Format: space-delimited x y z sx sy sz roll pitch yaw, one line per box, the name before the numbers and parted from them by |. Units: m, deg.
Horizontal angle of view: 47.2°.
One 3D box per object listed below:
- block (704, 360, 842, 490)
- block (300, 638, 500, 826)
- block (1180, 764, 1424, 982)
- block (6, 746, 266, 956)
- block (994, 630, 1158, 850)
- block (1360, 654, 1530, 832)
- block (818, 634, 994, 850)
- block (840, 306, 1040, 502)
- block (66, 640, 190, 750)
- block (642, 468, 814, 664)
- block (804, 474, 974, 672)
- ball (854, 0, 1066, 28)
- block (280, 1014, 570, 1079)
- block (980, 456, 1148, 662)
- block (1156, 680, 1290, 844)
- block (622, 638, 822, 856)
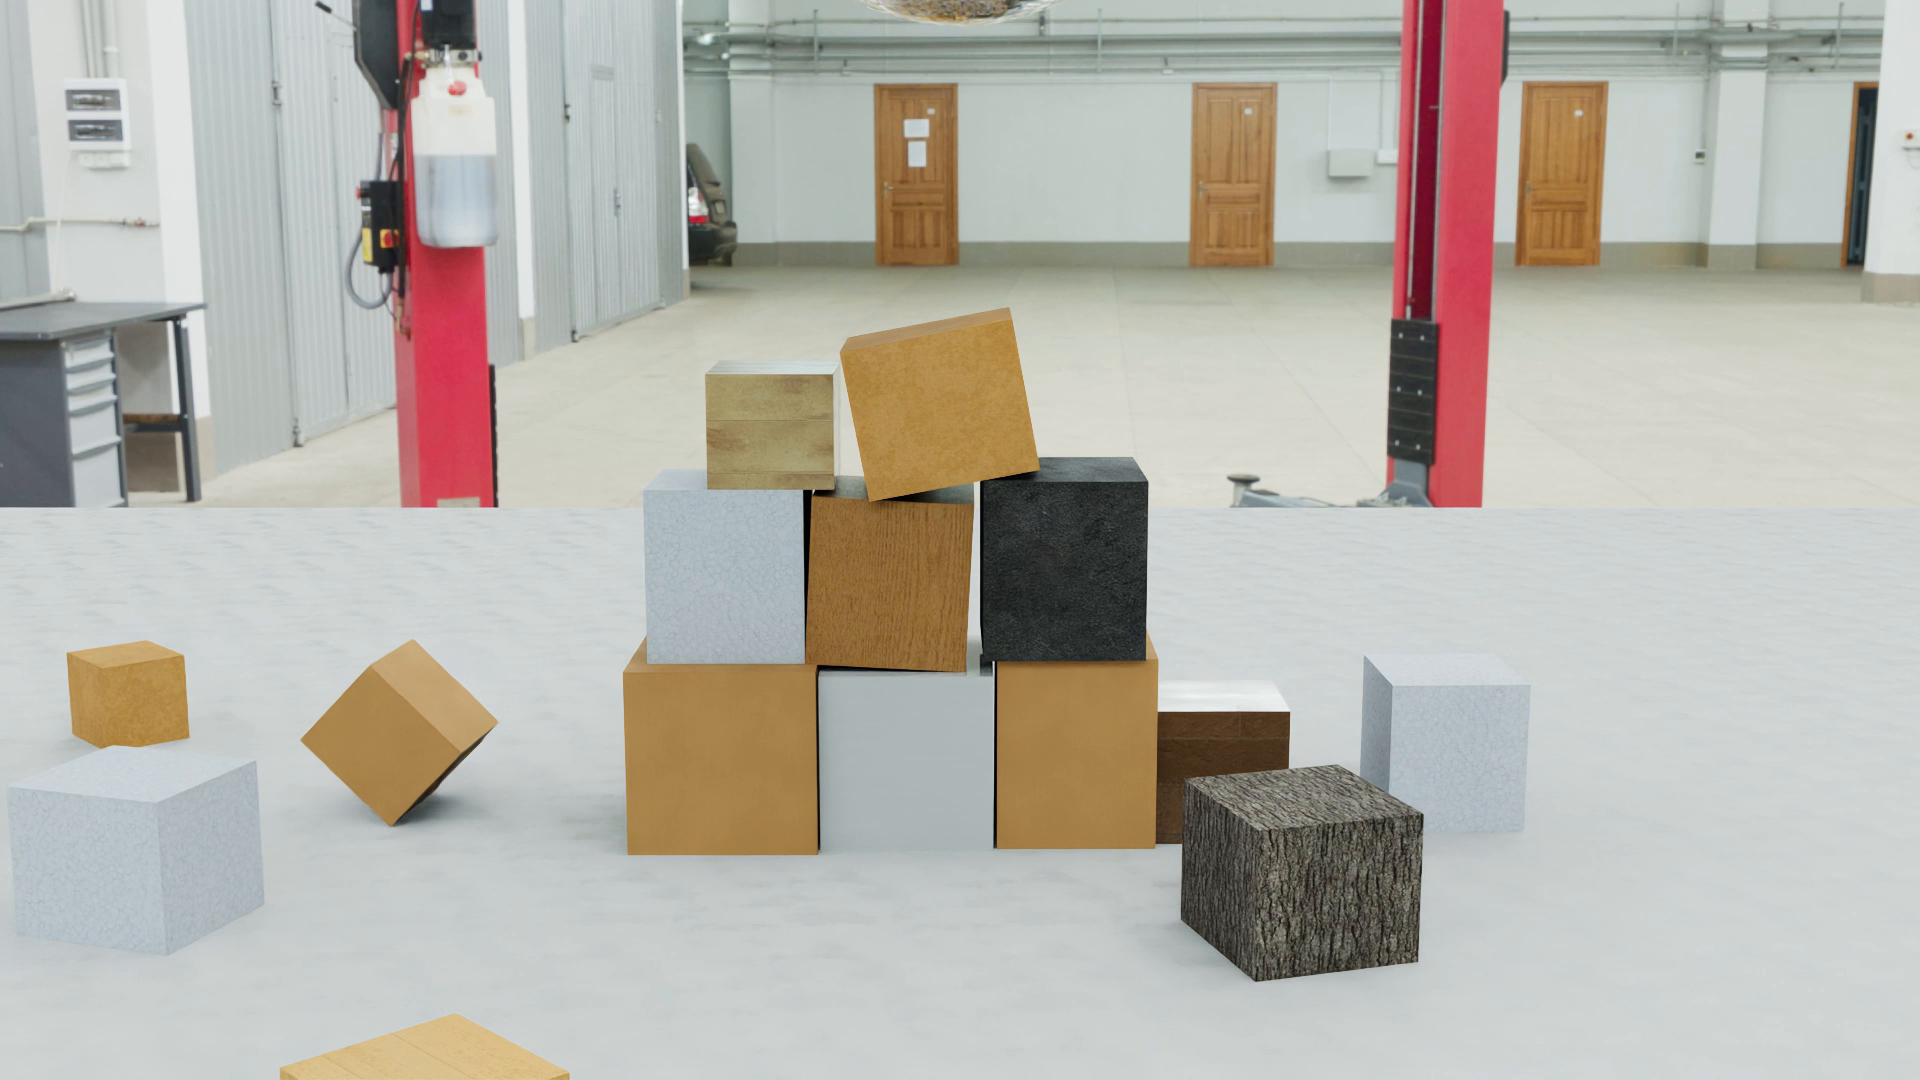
block | -0.930 -0.588 11.084 0.623 0.570 0.680 0 10 0
block | -2.947 1.009 11.612 0.647 0.571 0.613 44 12 -2
block | 1.496 1.452 9.719 0.772 0.667 0.797 -3 11 -17
block | -3.723 1.391 9.970 0.794 0.697 0.704 3 11 18
block | 0.582 0.995 11.363 0.796 0.977 0.845 0 10 0
block | 2.536 1.058 11.569 0.704 0.779 0.697 0 10 -2
block | -0.267 1.032 11.386 0.864 0.896 0.926 0 10 0
block | -0.094 -0.693 11.023 0.847 0.744 0.772 -11 10 2
block | -4.949 0.923 13.082 0.487 0.504 0.544 -9 14 -42
block | -1.163 0.122 11.218 0.786 0.876 0.703 0 10 0
block | -0.349 0.156 11.227 0.799 0.843 0.751 3 10 0
ball | 0.000 -2.519 7.277 1.600 1.600 1.600 0 10 0
block | -1.686 1.973 6.974 0.636 0.622 0.667 -10 14 -43
block | 0.510 0.081 11.159 0.799 0.893 0.845 0 10 -1
block | 1.316 1.138 11.375 0.670 0.691 0.652 0 10 0
block | -1.181 1.014 11.374 0.943 0.935 1.053 0 10 0
